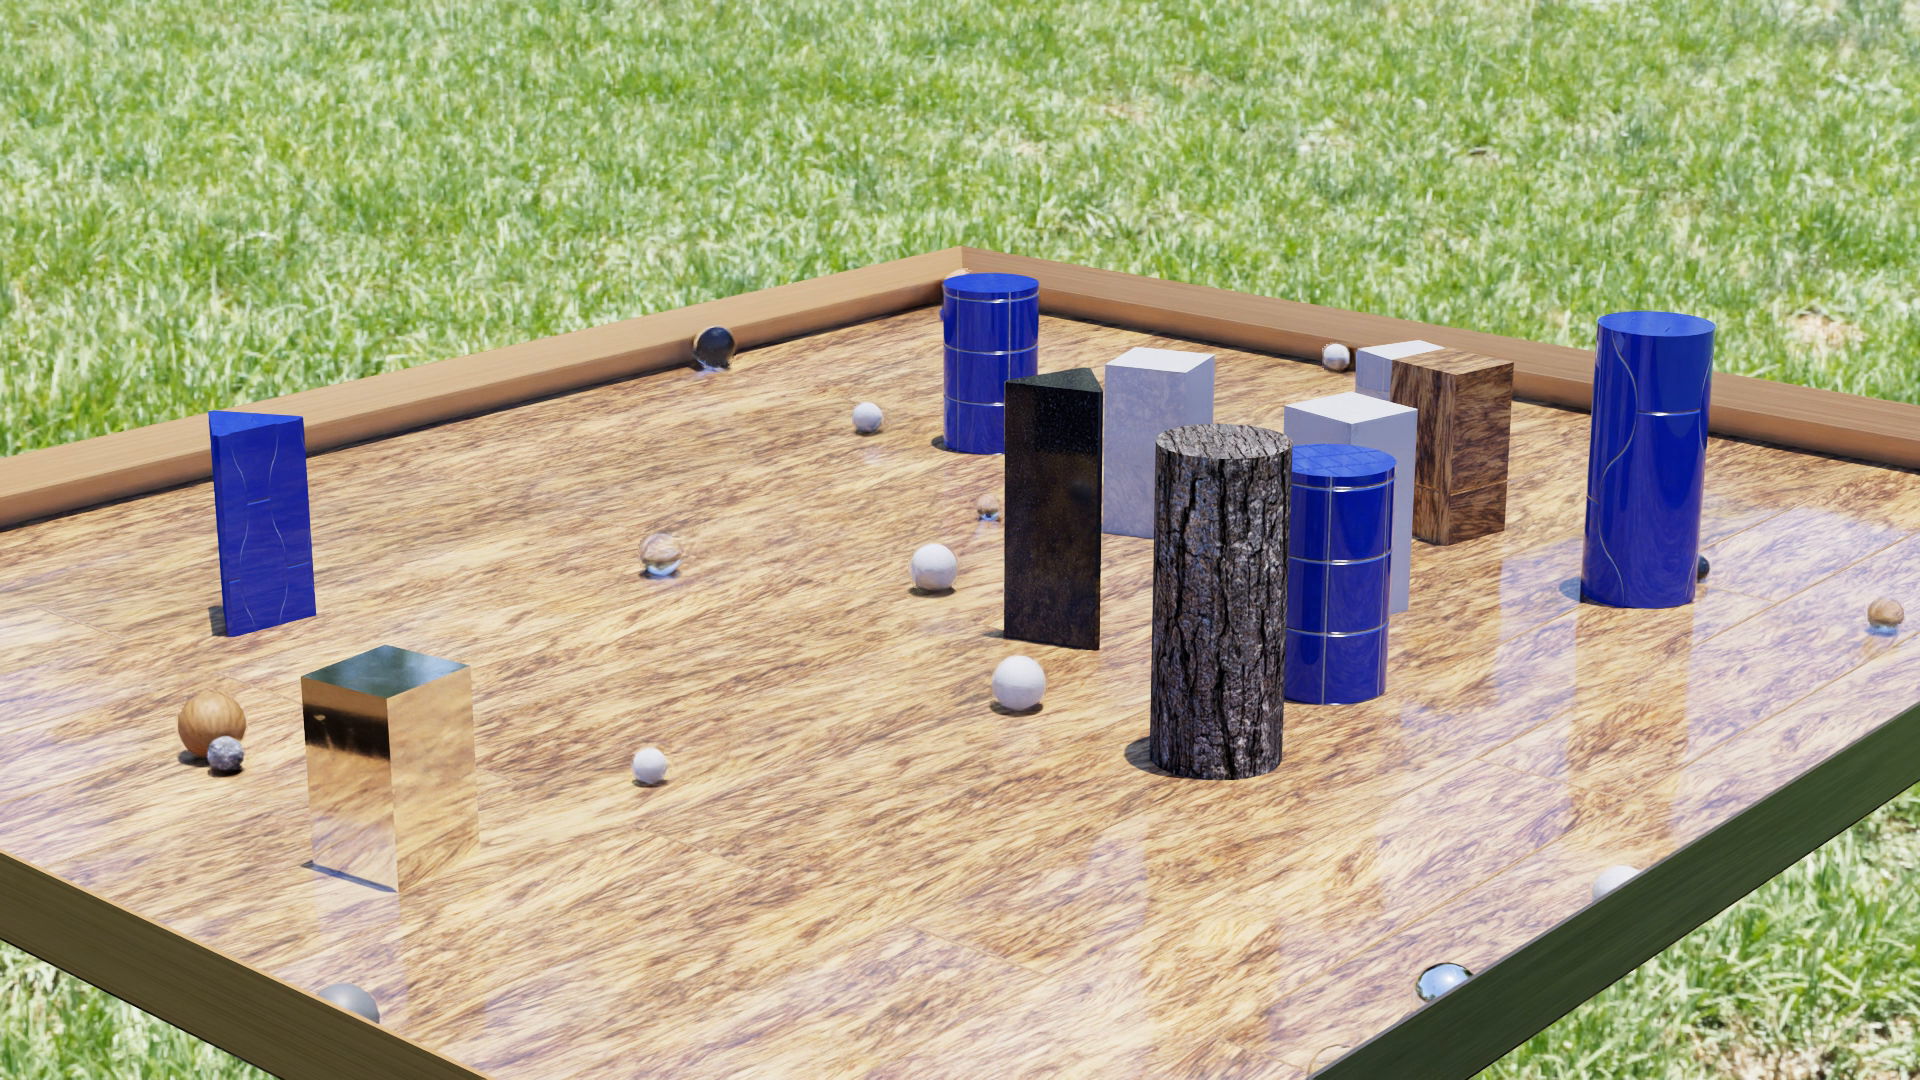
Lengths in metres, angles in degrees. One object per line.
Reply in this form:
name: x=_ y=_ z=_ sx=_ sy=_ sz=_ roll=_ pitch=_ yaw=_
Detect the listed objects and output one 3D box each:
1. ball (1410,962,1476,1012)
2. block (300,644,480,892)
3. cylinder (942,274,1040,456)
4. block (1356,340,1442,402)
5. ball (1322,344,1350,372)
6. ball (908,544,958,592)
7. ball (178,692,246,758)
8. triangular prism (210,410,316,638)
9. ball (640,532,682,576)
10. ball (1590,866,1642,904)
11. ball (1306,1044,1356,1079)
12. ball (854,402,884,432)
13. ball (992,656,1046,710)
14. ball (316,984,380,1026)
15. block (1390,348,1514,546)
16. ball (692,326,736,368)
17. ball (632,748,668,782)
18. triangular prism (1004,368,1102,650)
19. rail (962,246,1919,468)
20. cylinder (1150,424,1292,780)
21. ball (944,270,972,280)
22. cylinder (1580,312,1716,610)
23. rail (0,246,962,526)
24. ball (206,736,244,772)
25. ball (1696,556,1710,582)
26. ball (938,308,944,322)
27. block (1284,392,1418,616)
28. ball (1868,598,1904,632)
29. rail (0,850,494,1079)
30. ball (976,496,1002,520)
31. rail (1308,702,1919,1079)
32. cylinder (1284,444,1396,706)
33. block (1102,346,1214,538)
ball: x=0.580 y=0.546 z=3.491 sx=0.087 sy=0.087 sz=0.087 roll=0 pitch=17 yaw=0
block: x=-0.768 y=0.306 z=3.962 sx=0.158 sy=0.274 sz=0.158 roll=11 pitch=20 yaw=32
cylinder: x=0.064 y=-0.366 z=6.077 sx=0.198 sy=0.341 sz=0.198 roll=0 pitch=17 yaw=0
block: x=0.902 y=-0.256 z=5.872 sx=0.158 sy=0.248 sz=0.158 roll=-9 pitch=19 yaw=-28
ball: x=0.865 y=-0.419 z=6.733 sx=0.063 sy=0.063 sz=0.063 roll=0 pitch=17 yaw=0
ball: x=-0.047 y=0.049 z=5.144 sx=0.085 sy=0.085 sz=0.085 roll=0 pitch=17 yaw=0
ball: x=-1.115 y=0.275 z=4.369 sx=0.099 sy=0.099 sz=0.099 roll=0 pitch=17 yaw=0
triangular prism: x=-1.216 y=-0.037 z=4.970 sx=0.148 sy=0.349 sz=0.171 roll=16 pitch=23 yaw=42
ball: x=-0.534 y=0.025 z=5.238 sx=0.077 sy=0.077 sz=0.077 roll=0 pitch=17 yaw=0
ball: x=0.855 y=0.460 z=3.787 sx=0.080 sy=0.080 sz=0.080 roll=0 pitch=17 yaw=0
ball: x=0.428 y=0.607 z=3.309 sx=0.075 sy=0.075 sz=0.075 roll=0 pitch=17 yaw=0
ball: x=-0.194 y=-0.259 z=6.202 sx=0.063 sy=0.063 sz=0.063 roll=0 pitch=17 yaw=0
ball: x=0.092 y=0.222 z=4.570 sx=0.085 sy=0.085 sz=0.085 roll=0 pitch=17 yaw=0
ball: x=-0.724 y=0.564 z=3.431 sx=0.088 sy=0.088 sz=0.088 roll=0 pitch=17 yaw=0
block: x=0.912 y=-0.176 z=5.475 sx=0.158 sy=0.325 sz=0.158 roll=-13 pitch=21 yaw=-37
ball: x=-0.568 y=-0.446 z=6.763 sx=0.098 sy=0.098 sz=0.098 roll=0 pitch=17 yaw=0
ball: x=-0.452 y=0.329 z=4.274 sx=0.051 sy=0.051 sz=0.051 roll=0 pitch=17 yaw=0
triangular prism: x=0.181 y=-0.058 z=4.883 sx=0.171 sy=0.440 sz=0.148 roll=8 pitch=18 yaw=24
rail: x=1.228 y=-0.376 z=6.475 sx=3.288 sy=0.129 sz=0.045 roll=14 pitch=22 yaw=39
cylinder: x=0.382 y=0.090 z=4.310 sx=0.198 sy=0.487 sz=0.198 roll=0 pitch=17 yaw=0
ball: x=0.002 y=-0.634 z=7.395 sx=0.094 sy=0.094 sz=0.094 roll=0 pitch=17 yaw=0
cylinder: x=1.190 y=-0.139 z=5.081 sx=0.198 sy=0.482 sz=0.198 roll=0 pitch=17 yaw=0
rail: x=-1.223 y=-0.274 z=6.137 sx=0.045 sy=0.129 sz=3.795 roll=14 pitch=22 yaw=39
ball: x=-1.081 y=0.315 z=4.314 sx=0.053 sy=0.053 sz=0.053 roll=0 pitch=17 yaw=0
ball: x=1.309 y=0.050 z=5.207 sx=0.046 sy=0.046 sz=0.046 roll=0 pitch=17 yaw=0
ball: x=-0.031 y=-0.557 z=7.227 sx=0.043 sy=0.043 sz=0.043 roll=0 pitch=17 yaw=0
block: x=0.661 y=-0.054 z=5.012 sx=0.158 sy=0.357 sz=0.158 roll=-13 pitch=21 yaw=-36
ball: x=1.557 y=0.126 z=4.932 sx=0.060 sy=0.060 sz=0.060 roll=0 pitch=17 yaw=0
rail: x=-1.228 y=0.440 z=3.765 sx=3.288 sy=0.129 sz=0.045 roll=14 pitch=22 yaw=39
ball: x=0.055 y=-0.062 z=5.578 sx=0.047 sy=0.047 sz=0.047 roll=0 pitch=17 yaw=0
rail: x=1.223 y=0.339 z=4.103 sx=0.045 sy=0.129 sz=3.795 roll=14 pitch=22 yaw=39
cylinder: x=0.582 y=0.053 z=4.632 sx=0.198 sy=0.372 sz=0.198 roll=0 pitch=17 yaw=0
block: x=0.372 y=-0.181 z=5.493 sx=0.158 sy=0.323 sz=0.158 roll=7 pitch=18 yaw=23
